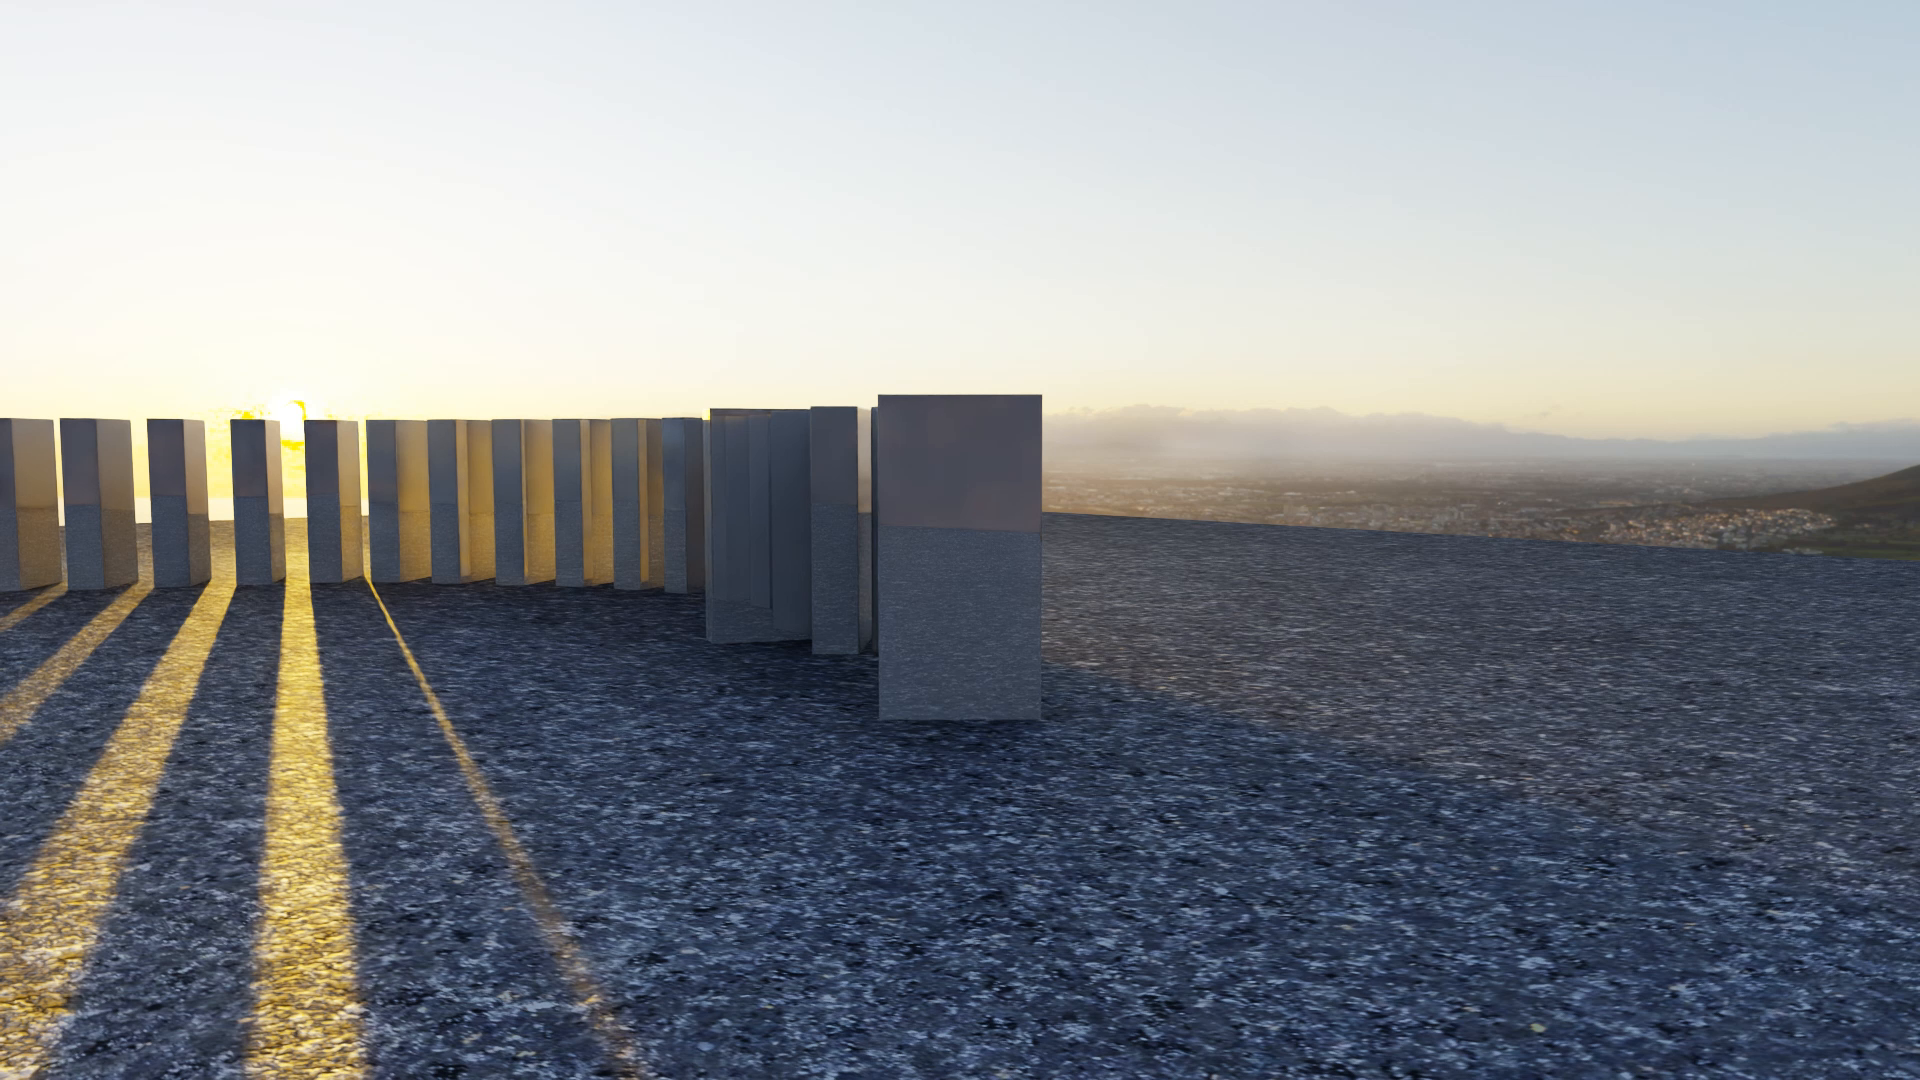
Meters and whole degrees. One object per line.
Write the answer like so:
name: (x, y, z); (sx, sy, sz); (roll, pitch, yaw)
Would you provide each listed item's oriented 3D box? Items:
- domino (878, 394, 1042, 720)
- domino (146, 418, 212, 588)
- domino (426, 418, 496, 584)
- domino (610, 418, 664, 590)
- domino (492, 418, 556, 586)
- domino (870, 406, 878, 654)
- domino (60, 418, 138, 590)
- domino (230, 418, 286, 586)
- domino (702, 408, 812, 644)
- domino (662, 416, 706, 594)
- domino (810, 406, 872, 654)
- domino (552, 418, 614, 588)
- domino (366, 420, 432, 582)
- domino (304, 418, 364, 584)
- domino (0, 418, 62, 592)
domino: (0.000, 0.002, 0.201); (0.025, 0.050, 0.009); (0, 4, 0)
domino: (-0.237, -0.012, 0.391); (0.009, 0.050, 0.025); (-1, 4, -17)
domino: (-0.154, -0.013, 0.401); (0.010, 0.050, 0.025); (1, 4, 11)
domino: (-0.092, -0.011, 0.384); (0.009, 0.050, 0.025); (2, 5, 23)
domino: (-0.133, -0.012, 0.397); (0.009, 0.050, 0.025); (1, 4, 12)
domino: (-0.005, -0.002, 0.264); (0.025, 0.050, 0.010); (-3, 5, -34)
domino: (-0.258, -0.011, 0.385); (0.009, 0.050, 0.025); (-1, 4, -13)
domino: (-0.217, -0.012, 0.397); (0.010, 0.050, 0.025); (-1, 5, -18)
domino: (-0.042, -0.003, 0.279); (0.025, 0.050, 0.010); (-2, 5, -20)
domino: (-0.074, -0.011, 0.374); (0.009, 0.050, 0.025); (3, 5, 36)
domino: (-0.025, -0.003, 0.270); (0.009, 0.050, 0.025); (0, 4, 3)
domino: (-0.112, -0.012, 0.392); (0.009, 0.050, 0.025); (1, 5, 18)
domino: (-0.175, -0.013, 0.404); (0.009, 0.050, 0.025); (0, 4, 5)
domino: (-0.197, -0.013, 0.403); (0.009, 0.050, 0.025); (-1, 4, -11)
domino: (-0.279, -0.011, 0.381); (0.009, 0.050, 0.025); (-1, 4, -12)
